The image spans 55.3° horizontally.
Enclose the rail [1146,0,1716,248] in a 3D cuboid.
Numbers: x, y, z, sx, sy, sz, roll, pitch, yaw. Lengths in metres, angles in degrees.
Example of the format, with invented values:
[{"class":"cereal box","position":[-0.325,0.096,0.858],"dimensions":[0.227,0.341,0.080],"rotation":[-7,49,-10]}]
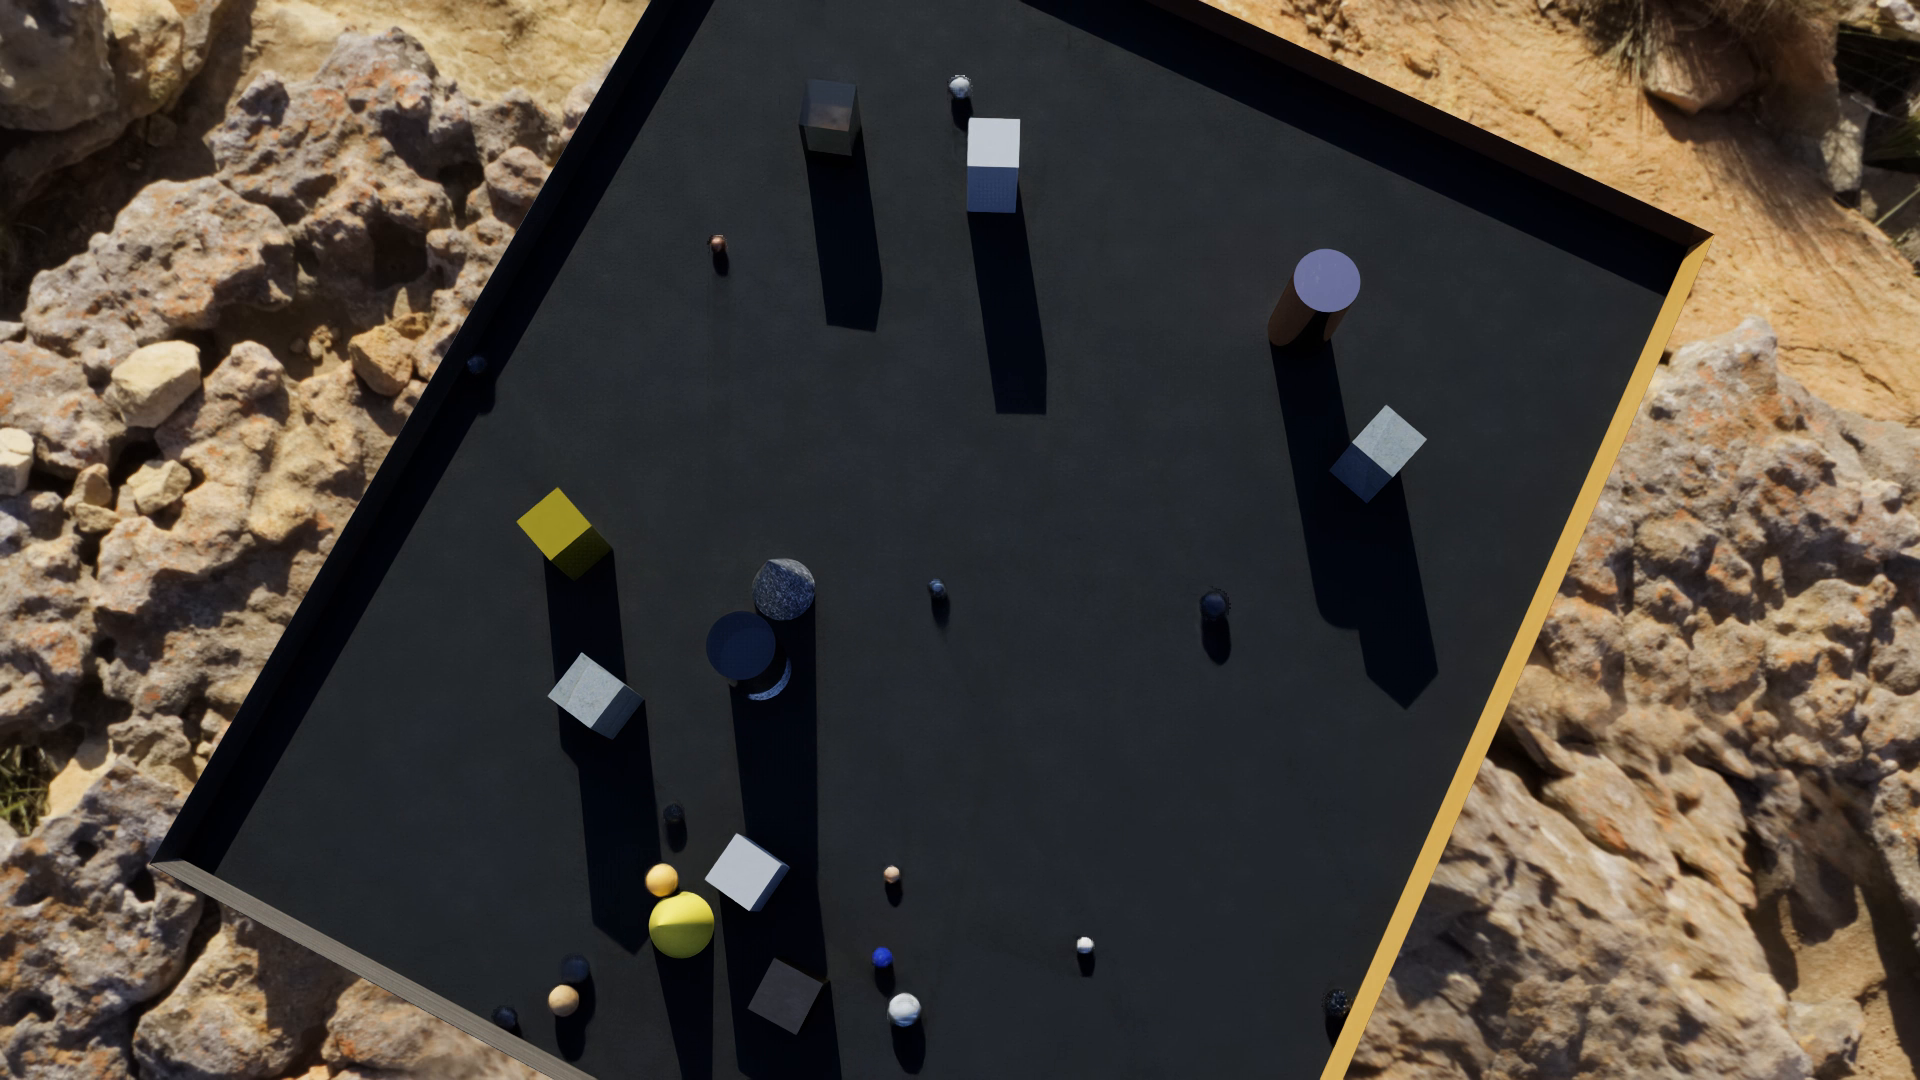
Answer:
[{"class":"rail","position":[0.843,-1.645,5.892],"dimensions":[3.332,0.125,0.045],"rotation":[26,80,5]}]

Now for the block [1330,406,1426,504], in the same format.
[{"class":"block","position":[1.248,-0.254,5.493],"dimensions":[0.154,0.344,0.154],"rotation":[42,81,8]}]

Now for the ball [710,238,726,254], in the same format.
[{"class":"ball","position":[-0.764,-0.930,5.783],"dimensions":[0.051,0.051,0.051],"rotation":[0,78,0]}]

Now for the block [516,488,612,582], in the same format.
[{"class":"block","position":[-1.171,-0.013,5.448],"dimensions":[0.154,0.335,0.154],"rotation":[-41,81,-8]}]

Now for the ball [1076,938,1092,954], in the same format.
[{"class":"ball","position":[0.364,1.183,5.347],"dimensions":[0.048,0.048,0.048],"rotation":[0,78,0]}]

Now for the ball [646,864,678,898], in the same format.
[{"class":"ball","position":[-0.871,0.996,5.361],"dimensions":[0.096,0.096,0.096],"rotation":[0,78,0]}]

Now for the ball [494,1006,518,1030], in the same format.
[{"class":"ball","position":[-1.313,1.383,5.295],"dimensions":[0.069,0.069,0.069],"rotation":[0,78,0]}]

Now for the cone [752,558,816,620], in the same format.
[{"class":"cone","position":[-0.538,0.103,5.356],"dimensions":[0.193,0.469,0.193],"rotation":[0,78,0]}]

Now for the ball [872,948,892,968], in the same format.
[{"class":"ball","position":[-0.226,1.216,5.334],"dimensions":[0.060,0.060,0.060],"rotation":[0,78,0]}]

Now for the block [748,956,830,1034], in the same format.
[{"class":"block","position":[-0.483,1.290,5.204],"dimensions":[0.154,0.286,0.154],"rotation":[27,80,5]}]

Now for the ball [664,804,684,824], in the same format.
[{"class":"ball","position":[-0.847,0.810,5.418],"dimensions":[0.060,0.060,0.060],"rotation":[0,78,0]}]

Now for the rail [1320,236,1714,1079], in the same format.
[{"class":"rail","position":[1.469,0.726,5.401],"dimensions":[0.045,0.125,3.819],"rotation":[26,80,5]}]

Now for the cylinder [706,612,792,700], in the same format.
[{"class":"cylinder","position":[-0.606,0.340,5.302],"dimensions":[0.193,0.478,0.193],"rotation":[0,78,0]}]

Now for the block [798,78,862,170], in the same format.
[{"class":"block","position":[-0.405,-1.299,5.736],"dimensions":[0.154,0.293,0.154],"rotation":[8,78,2]}]

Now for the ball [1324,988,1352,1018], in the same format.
[{"class":"ball","position":[1.093,1.339,5.298],"dimensions":[0.081,0.081,0.081],"rotation":[0,78,0]}]

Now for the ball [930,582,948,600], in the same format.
[{"class":"ball","position":[-0.065,0.154,5.556],"dimensions":[0.056,0.056,0.056],"rotation":[0,78,0]}]

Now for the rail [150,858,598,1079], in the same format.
[{"class":"rail","position":[-0.843,1.658,5.208],"dimensions":[3.332,0.125,0.045],"rotation":[26,80,5]}]

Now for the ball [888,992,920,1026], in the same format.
[{"class":"ball","position":[-0.160,1.356,5.288],"dimensions":[0.095,0.095,0.095],"rotation":[0,78,0]}]

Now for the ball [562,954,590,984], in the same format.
[{"class":"ball","position":[-1.114,1.245,5.317],"dimensions":[0.082,0.082,0.082],"rotation":[0,78,0]}]

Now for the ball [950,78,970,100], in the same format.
[{"class":"ball","position":[0.000,-1.449,5.882],"dimensions":[0.067,0.067,0.067],"rotation":[0,78,0]}]

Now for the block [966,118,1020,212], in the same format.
[{"class":"block","position":[0.101,-1.155,5.672],"dimensions":[0.154,0.360,0.154],"rotation":[2,78,0]}]

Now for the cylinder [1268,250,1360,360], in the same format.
[{"class":"cylinder","position":[1.062,-0.704,5.527],"dimensions":[0.193,0.461,0.193],"rotation":[0,78,0]}]

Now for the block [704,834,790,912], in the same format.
[{"class":"block","position":[-0.608,0.958,5.270],"dimensions":[0.154,0.290,0.154],"rotation":[34,80,7]}]

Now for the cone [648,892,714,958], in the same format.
[{"class":"cone","position":[-0.818,1.088,5.178],"dimensions":[0.193,0.417,0.193],"rotation":[0,78,0]}]

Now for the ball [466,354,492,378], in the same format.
[{"class":"ball","position":[-1.494,-0.542,5.690],"dimensions":[0.076,0.076,0.076],"rotation":[0,78,0]}]

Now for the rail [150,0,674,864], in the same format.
[{"class":"rail","position":[-1.469,-0.713,5.699],"dimensions":[0.045,0.125,3.819],"rotation":[26,80,5]}]

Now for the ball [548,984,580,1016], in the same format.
[{"class":"ball","position":[-1.143,1.332,5.295],"dimensions":[0.090,0.090,0.090],"rotation":[0,78,0]}]

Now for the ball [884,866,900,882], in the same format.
[{"class":"ball","position":[-0.200,0.983,5.389],"dimensions":[0.048,0.048,0.048],"rotation":[0,78,0]}]

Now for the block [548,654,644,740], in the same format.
[{"class":"block","position":[-1.057,0.460,5.347],"dimensions":[0.154,0.341,0.154],"rotation":[36,81,7]}]

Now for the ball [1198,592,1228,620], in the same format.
[{"class":"ball","position":[0.765,0.198,5.530],"dimensions":[0.089,0.089,0.089],"rotation":[0,78,0]}]
